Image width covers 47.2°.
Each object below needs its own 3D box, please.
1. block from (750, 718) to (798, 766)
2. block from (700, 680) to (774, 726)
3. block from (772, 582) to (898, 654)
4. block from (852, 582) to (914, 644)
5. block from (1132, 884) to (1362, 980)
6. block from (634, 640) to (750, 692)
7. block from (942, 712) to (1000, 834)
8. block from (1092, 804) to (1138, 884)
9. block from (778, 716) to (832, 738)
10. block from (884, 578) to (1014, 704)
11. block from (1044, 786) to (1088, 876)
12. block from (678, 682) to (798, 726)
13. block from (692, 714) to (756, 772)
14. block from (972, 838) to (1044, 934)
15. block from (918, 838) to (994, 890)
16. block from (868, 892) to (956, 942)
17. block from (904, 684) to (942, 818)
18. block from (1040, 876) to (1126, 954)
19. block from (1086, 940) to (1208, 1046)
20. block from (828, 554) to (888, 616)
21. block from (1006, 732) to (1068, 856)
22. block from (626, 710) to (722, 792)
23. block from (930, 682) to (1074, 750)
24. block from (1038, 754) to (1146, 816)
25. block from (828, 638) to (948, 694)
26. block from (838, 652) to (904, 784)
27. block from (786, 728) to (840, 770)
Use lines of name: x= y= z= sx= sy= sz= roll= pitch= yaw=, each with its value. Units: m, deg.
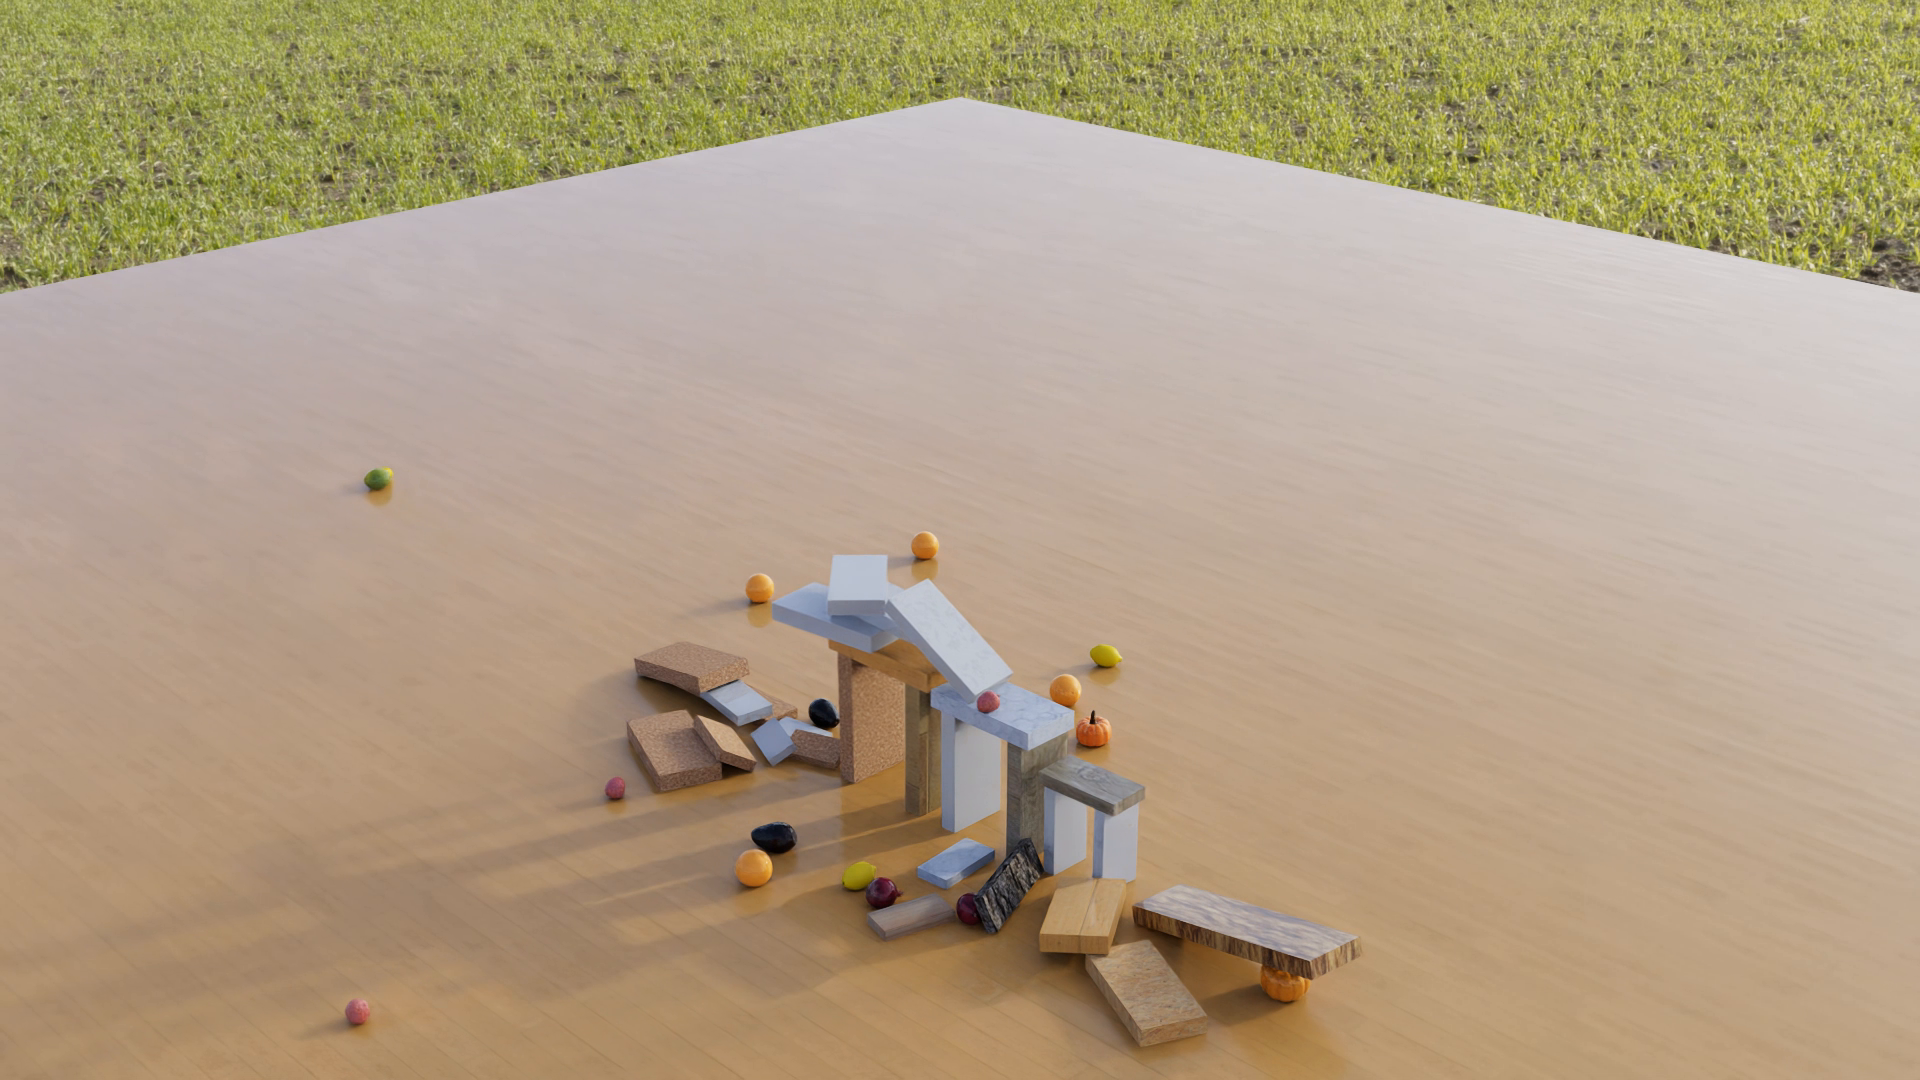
block: x=-0.397 y=0.429 z=4.688 sx=0.065 sy=0.018 sz=0.130 roll=-35 pitch=31 yaw=-7
block: x=-0.493 y=0.352 z=4.836 sx=0.087 sy=0.025 sz=0.174 roll=-17 pitch=29 yaw=-31
block: x=-0.241 y=0.157 z=4.495 sx=0.266 sy=0.038 sz=0.133 roll=17 pitch=28 yaw=34
block: x=-0.125 y=0.144 z=4.435 sx=0.113 sy=0.032 sz=0.227 roll=-19 pitch=30 yaw=-38
block: x=0.506 y=0.696 z=3.932 sx=0.124 sy=0.035 sz=0.459 roll=-17 pitch=14 yaw=-34
block: x=-0.606 y=0.284 z=4.961 sx=0.133 sy=0.038 sz=0.266 roll=-20 pitch=19 yaw=-36
block: x=0.022 y=0.441 z=4.386 sx=0.037 sy=0.261 sz=0.131 roll=21 pitch=31 yaw=41
block: x=0.295 y=0.574 z=4.170 sx=0.093 sy=0.185 sz=0.026 roll=-19 pitch=30 yaw=-38
block: x=-0.346 y=0.419 z=4.750 sx=0.130 sy=0.018 sz=0.065 roll=16 pitch=28 yaw=33
block: x=-0.023 y=0.197 z=4.310 sx=0.113 sy=0.032 sz=0.260 roll=-28 pitch=68 yaw=-41
block: x=0.204 y=0.545 z=4.238 sx=0.093 sy=0.185 sz=0.026 roll=-21 pitch=30 yaw=-40
block: x=-0.503 y=0.349 z=4.908 sx=0.322 sy=0.025 sz=0.087 roll=21 pitch=30 yaw=40
block: x=-0.500 y=0.430 z=4.662 sx=0.087 sy=0.025 sz=0.174 roll=23 pitch=10 yaw=-31
block: x=0.093 y=0.648 z=4.137 sx=0.021 sy=0.073 sz=0.233 roll=-15 pitch=14 yaw=30
block: x=-0.007 y=0.626 z=4.260 sx=0.073 sy=0.021 sz=0.147 roll=18 pitch=29 yaw=36
block: x=-0.090 y=0.700 z=4.084 sx=0.147 sy=0.021 sz=0.073 roll=-12 pitch=26 yaw=-27
block: x=-0.044 y=0.401 z=4.443 sx=0.145 sy=0.290 sz=0.041 roll=-21 pitch=32 yaw=-41
block: x=0.228 y=0.688 z=4.044 sx=0.124 sy=0.035 sz=0.247 roll=0 pitch=16 yaw=12
block: x=0.324 y=0.791 z=3.852 sx=0.124 sy=0.035 sz=0.247 roll=-8 pitch=24 yaw=-18
block: x=-0.207 y=0.090 z=4.481 sx=0.113 sy=0.032 sz=0.227 roll=0 pitch=23 yaw=0
block: x=0.150 y=0.488 z=4.277 sx=0.131 sy=0.261 sz=0.037 roll=-21 pitch=31 yaw=-40
block: x=-0.608 y=0.444 z=4.666 sx=0.133 sy=0.038 sz=0.266 roll=-9 pitch=25 yaw=-21
block: x=0.081 y=0.328 z=4.273 sx=0.261 sy=0.037 sz=0.130 roll=21 pitch=31 yaw=40
block: x=0.249 y=0.464 z=4.160 sx=0.185 sy=0.026 sz=0.093 roll=20 pitch=30 yaw=39
block: x=-0.115 y=0.222 z=4.443 sx=0.145 sy=0.041 sz=0.290 roll=-21 pitch=31 yaw=-41
block: x=-0.183 y=0.348 z=4.570 sx=0.145 sy=0.290 sz=0.041 roll=-21 pitch=31 yaw=-41
block: x=-0.305 y=0.443 z=4.663 sx=0.130 sy=0.018 sz=0.065 roll=11 pitch=48 yaw=24
